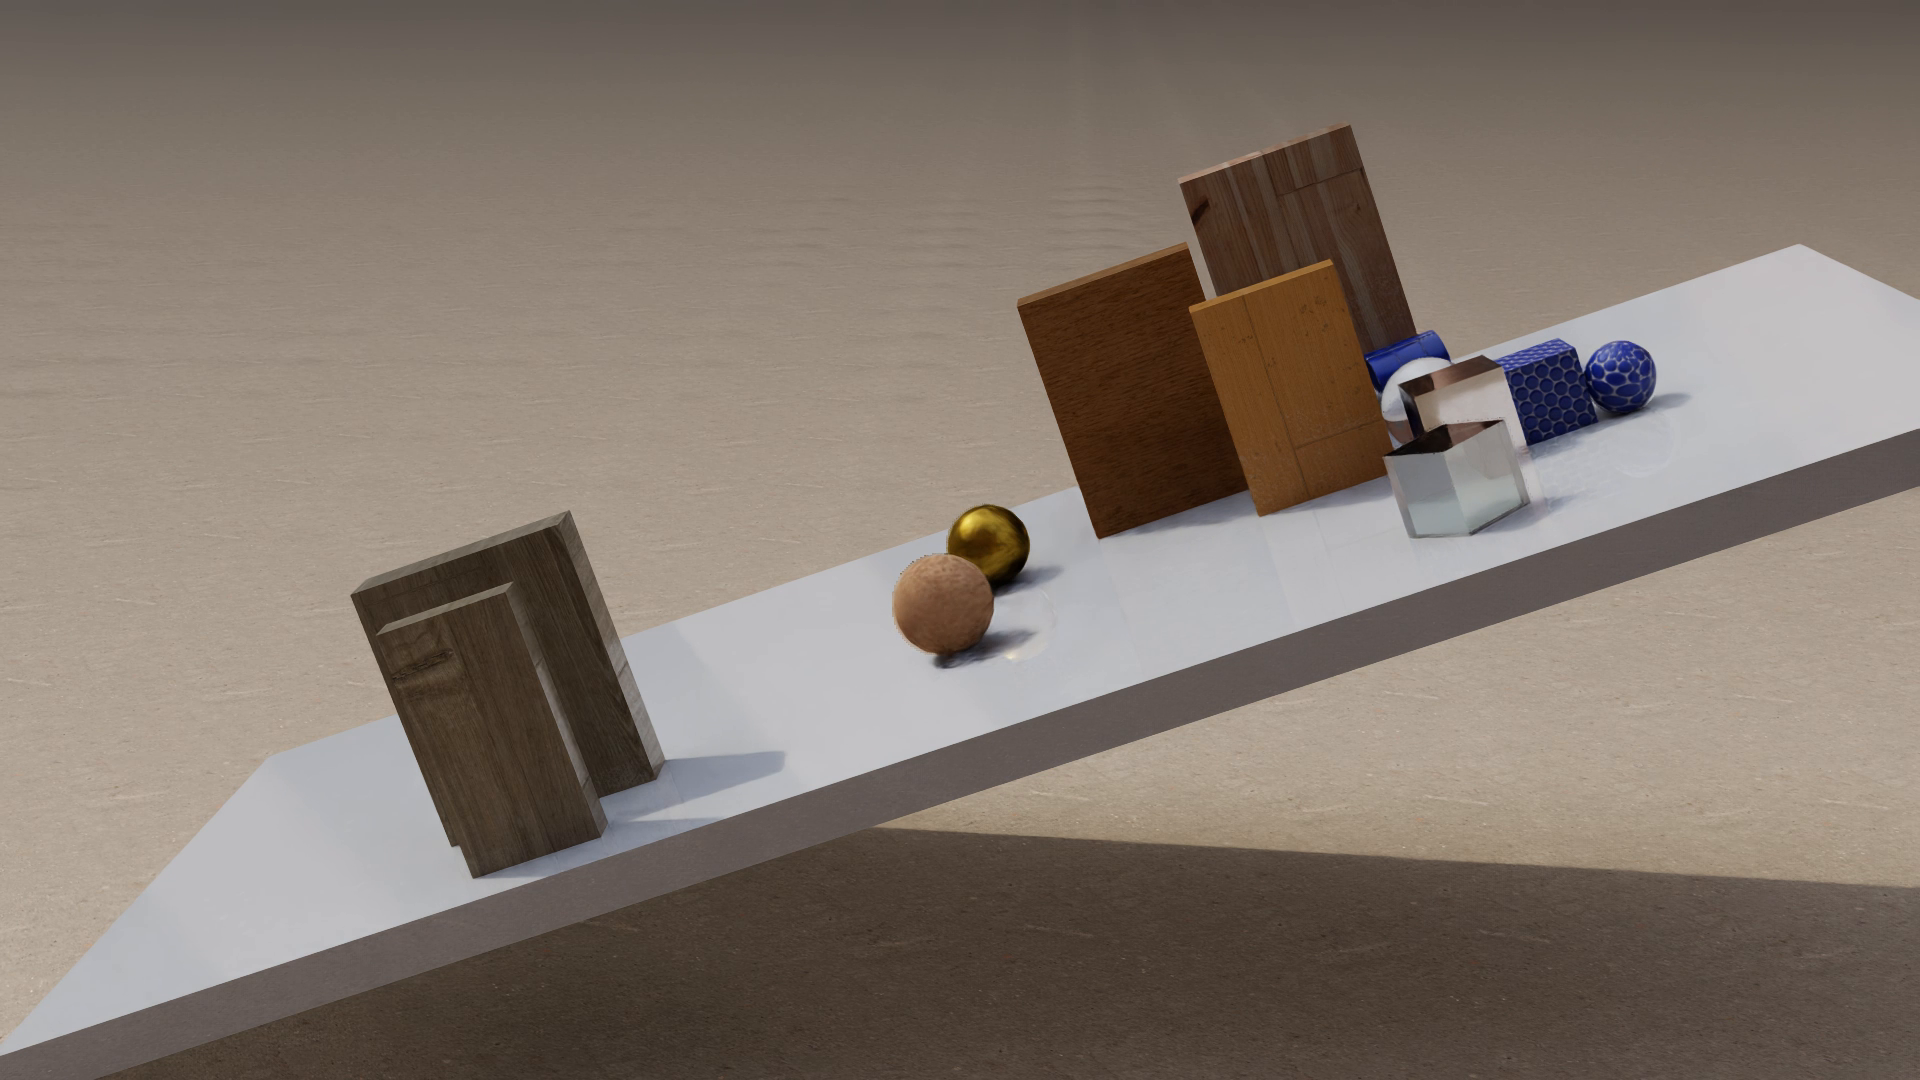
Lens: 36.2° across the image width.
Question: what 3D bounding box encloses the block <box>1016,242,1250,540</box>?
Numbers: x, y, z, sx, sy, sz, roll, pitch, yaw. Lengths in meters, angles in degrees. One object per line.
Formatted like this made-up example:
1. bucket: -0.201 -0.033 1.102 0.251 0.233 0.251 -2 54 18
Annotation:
1. block: 0.406 -0.333 6.560 0.397 0.553 0.130 -19 11 6

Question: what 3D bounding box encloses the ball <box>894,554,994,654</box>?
1. ball: -0.033 0.131 5.982 0.205 0.205 0.205 0 12 0

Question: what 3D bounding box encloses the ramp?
1. ramp: 0.110 0.179 6.302 4.000 0.100 2.000 -19 11 6

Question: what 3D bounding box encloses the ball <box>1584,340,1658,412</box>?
1. ball: 1.348 -0.334 6.000 0.146 0.146 0.146 0 12 0

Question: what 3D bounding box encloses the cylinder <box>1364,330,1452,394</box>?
1. cylinder: 1.018 -0.368 6.674 0.170 0.170 0.170 -20 14 -3

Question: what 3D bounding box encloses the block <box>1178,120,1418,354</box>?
1. block: 0.803 -0.582 6.798 0.407 0.662 0.125 -19 11 6

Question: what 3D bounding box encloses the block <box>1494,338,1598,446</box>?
1. block: 1.199 -0.305 6.074 0.162 0.162 0.162 -19 11 3

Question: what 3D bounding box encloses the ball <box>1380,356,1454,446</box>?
1. ball: 0.993 -0.285 6.223 0.205 0.205 0.205 0 12 0

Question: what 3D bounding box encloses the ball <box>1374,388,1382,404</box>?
1. ball: 0.895 -0.283 6.583 0.129 0.129 0.129 0 12 0

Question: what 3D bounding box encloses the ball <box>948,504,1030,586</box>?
1. ball: 0.063 0.013 6.456 0.180 0.180 0.180 0 12 0

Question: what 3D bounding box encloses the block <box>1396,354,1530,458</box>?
1. block: 1.030 -0.249 6.031 0.187 0.187 0.187 -19 11 1

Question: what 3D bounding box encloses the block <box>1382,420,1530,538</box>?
1. block: 0.941 -0.115 5.577 0.169 0.169 0.169 -26 13 -31

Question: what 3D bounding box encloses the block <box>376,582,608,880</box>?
1. block: -0.882 0.360 5.560 0.261 0.502 0.089 -19 11 6

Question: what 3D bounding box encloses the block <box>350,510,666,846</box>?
1. block: -0.898 0.277 5.873 0.440 0.547 0.137 -19 11 6

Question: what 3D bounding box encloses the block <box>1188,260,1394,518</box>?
1. block: 0.707 -0.321 6.219 0.313 0.461 0.094 -19 11 6
